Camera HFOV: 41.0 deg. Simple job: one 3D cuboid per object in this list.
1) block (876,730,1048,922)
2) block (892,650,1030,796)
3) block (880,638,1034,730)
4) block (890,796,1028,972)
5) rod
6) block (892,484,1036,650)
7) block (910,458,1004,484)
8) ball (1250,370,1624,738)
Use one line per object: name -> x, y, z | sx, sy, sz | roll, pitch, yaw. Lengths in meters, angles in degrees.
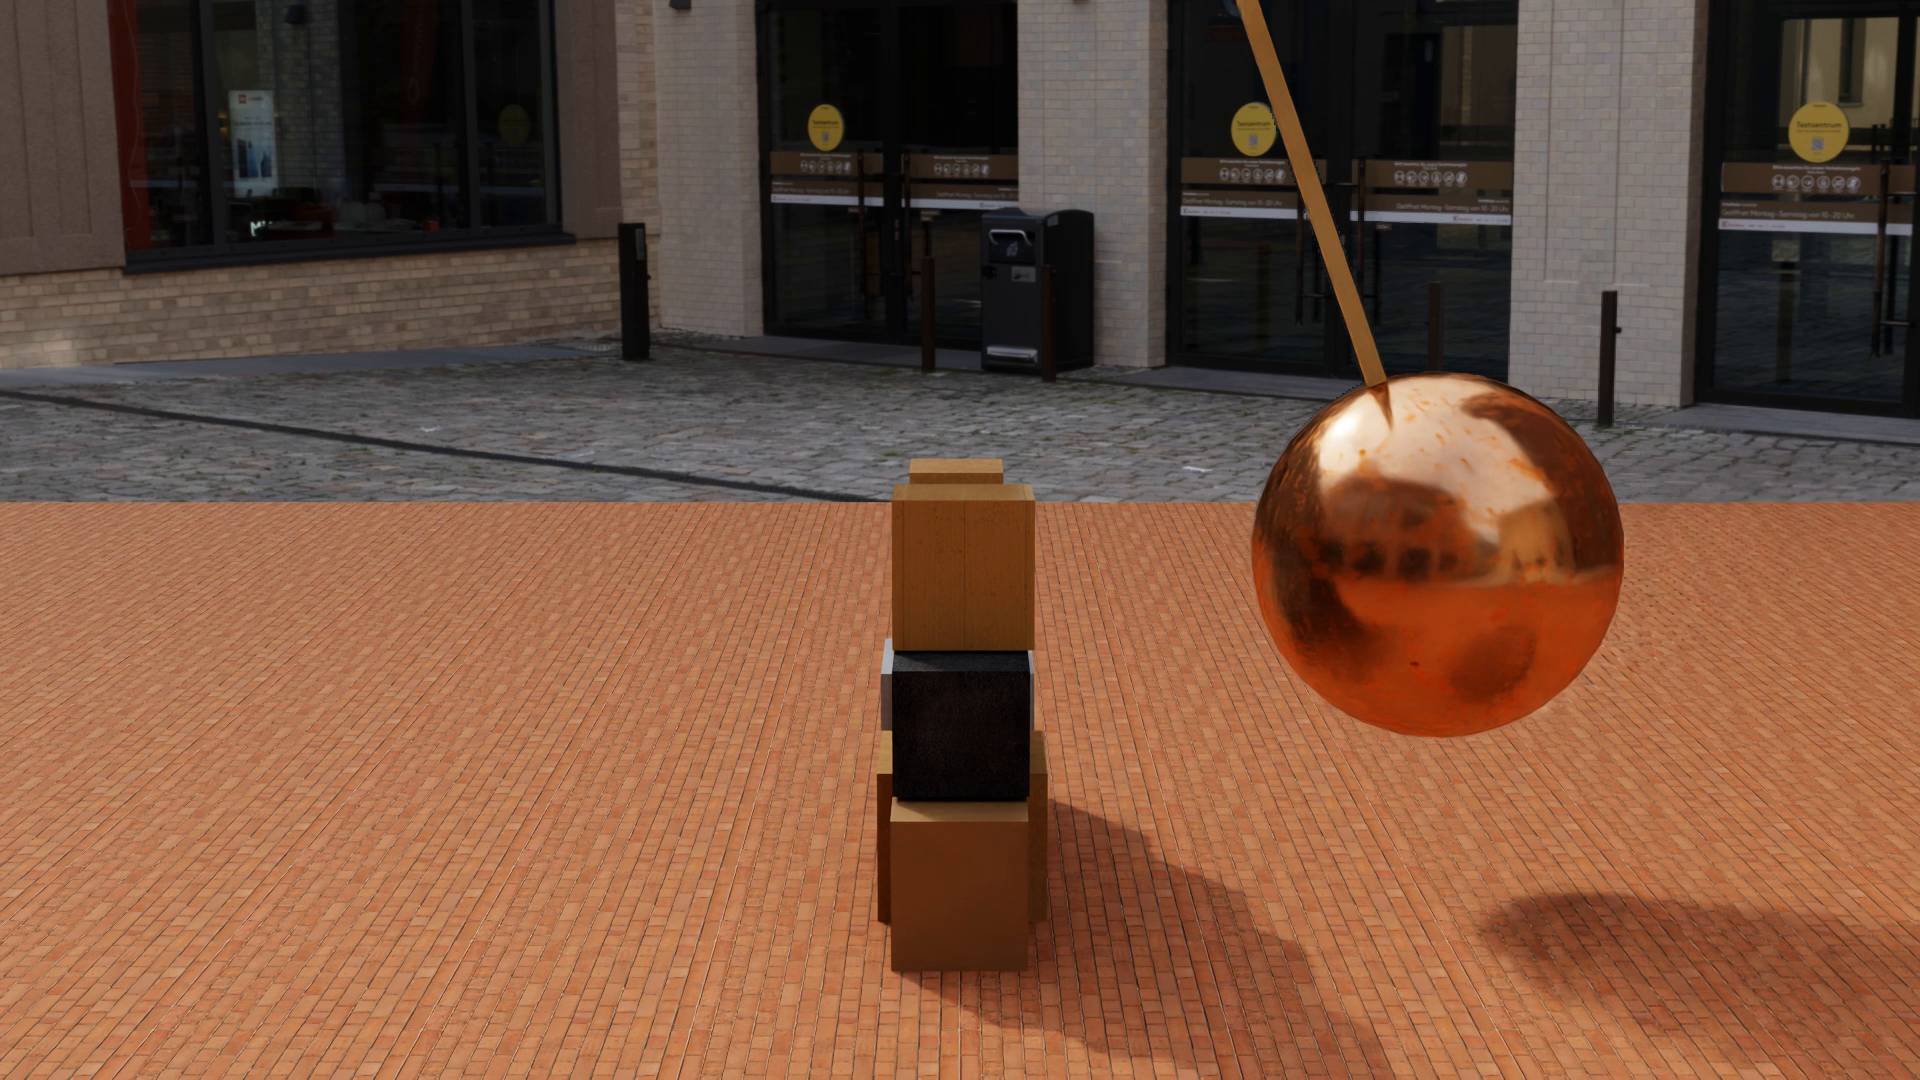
block -> 0.009, 1.222, 11.058 | 0.710, 0.640, 0.711 | 0, 10, 0
block -> 0.004, 0.723, 10.560 | 0.551, 0.518, 0.607 | 0, 10, 0
block -> -0.011, 0.931, 12.294 | 0.711, 0.770, 0.749 | 0, 10, 0
block -> -0.002, 1.353, 10.405 | 0.543, 0.616, 0.599 | 0, 10, 0
rod -> 0.899, -3.077, 10.621 | 0.080, 5.200, 0.080 | -20, 10, 4
block -> 0.014, 0.106, 10.775 | 0.584, 0.620, 0.593 | 0, 8, 0
block -> -0.016, -0.137, 11.682 | 0.418, 0.409, 0.428 | 0, 10, 0
ball -> 2.074, 0.062, 11.192 | 1.600, 1.600, 1.600 | 0, 10, 0
